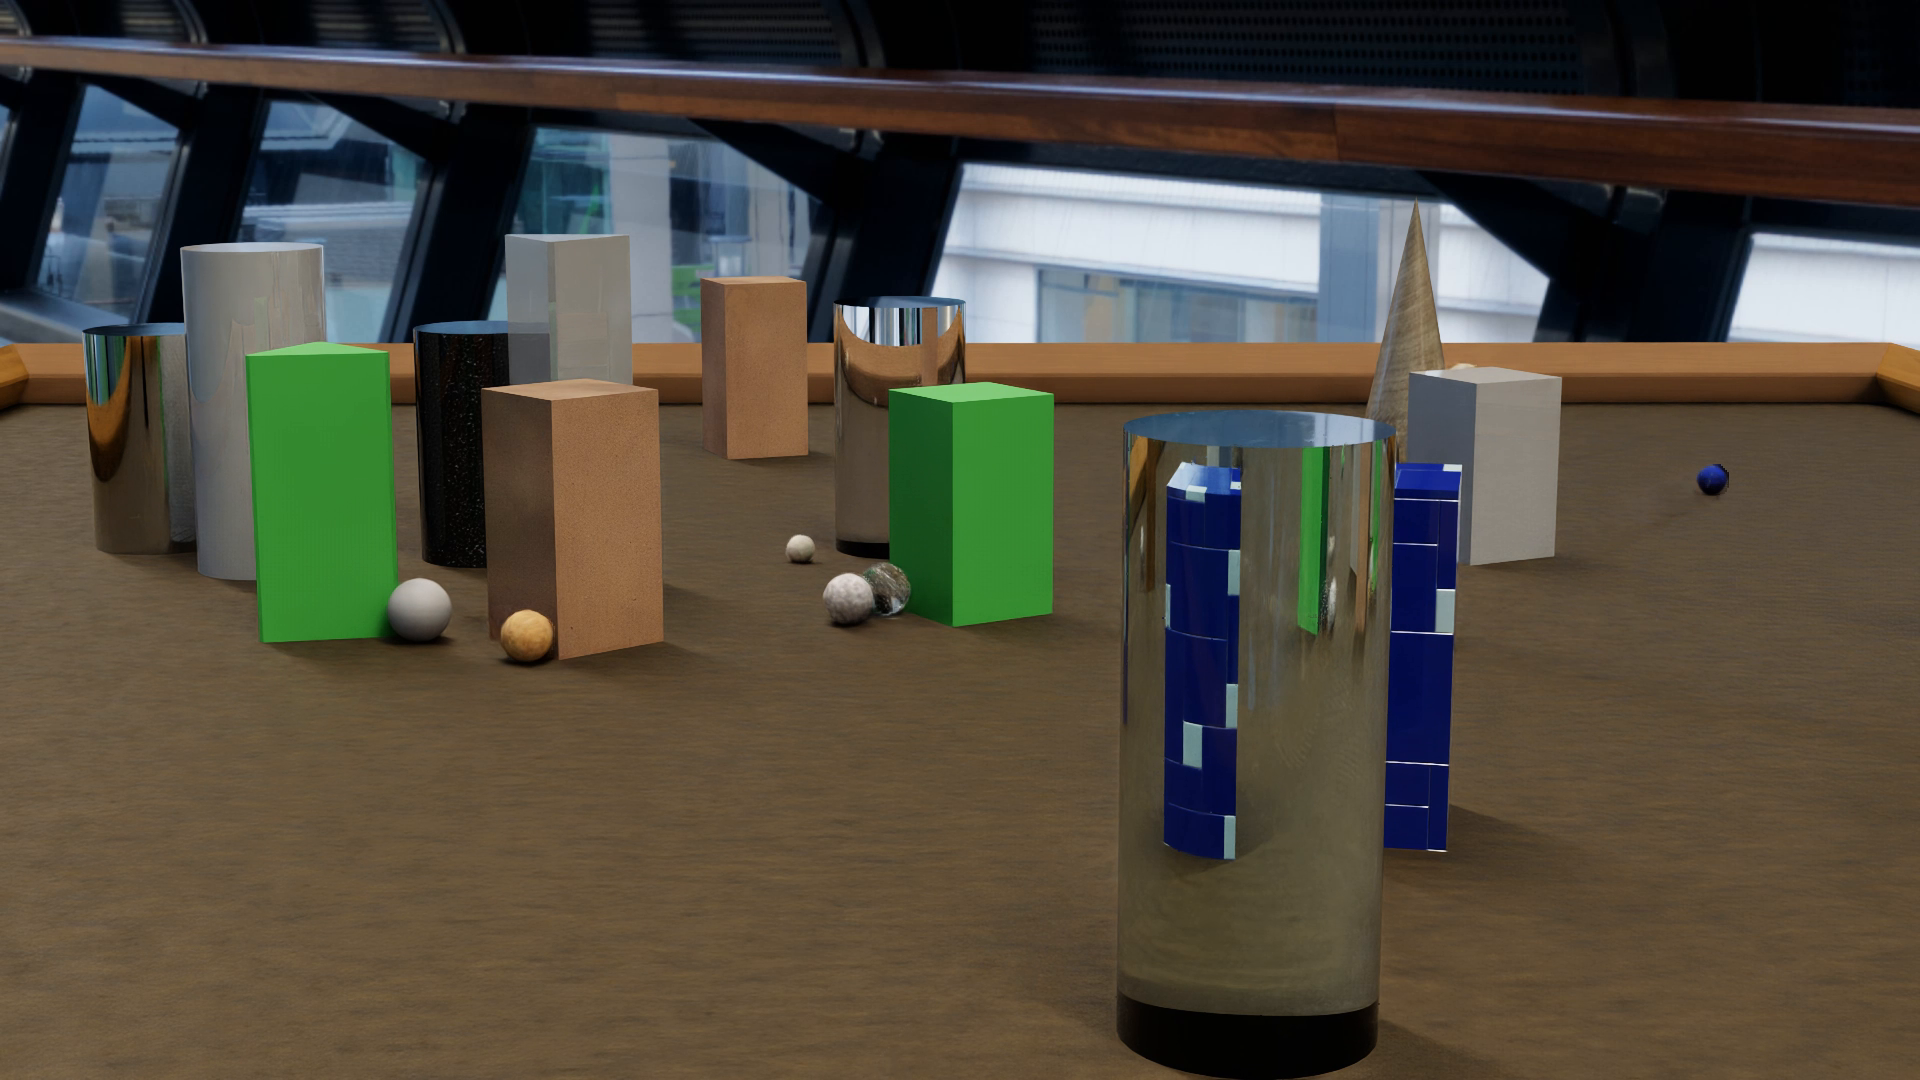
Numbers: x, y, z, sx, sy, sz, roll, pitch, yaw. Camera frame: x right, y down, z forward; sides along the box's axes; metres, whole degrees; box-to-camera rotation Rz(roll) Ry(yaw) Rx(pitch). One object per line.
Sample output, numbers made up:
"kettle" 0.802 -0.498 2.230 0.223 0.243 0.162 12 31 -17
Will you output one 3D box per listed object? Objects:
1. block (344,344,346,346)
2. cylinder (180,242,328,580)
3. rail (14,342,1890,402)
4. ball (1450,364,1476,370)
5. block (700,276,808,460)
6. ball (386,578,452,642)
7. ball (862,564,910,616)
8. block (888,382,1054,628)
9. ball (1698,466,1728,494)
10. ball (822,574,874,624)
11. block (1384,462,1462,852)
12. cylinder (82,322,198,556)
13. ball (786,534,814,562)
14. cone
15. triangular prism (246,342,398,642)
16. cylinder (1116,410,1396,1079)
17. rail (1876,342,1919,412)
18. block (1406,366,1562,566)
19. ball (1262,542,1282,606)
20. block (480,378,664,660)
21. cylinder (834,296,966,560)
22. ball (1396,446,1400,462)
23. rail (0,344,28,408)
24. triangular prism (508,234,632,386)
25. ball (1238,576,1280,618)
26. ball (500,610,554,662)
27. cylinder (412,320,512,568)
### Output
"block" -1.089 -0.194 4.353 0.160 0.251 0.160 -6 12 -31
"cylinder" -1.019 -0.191 3.735 0.199 0.469 0.199 0 10 0
"rail" -0.013 -0.361 5.583 4.096 0.130 0.045 0 10 0
"ball" 1.086 -0.332 5.526 0.096 0.096 0.096 0 10 0
"block" -0.391 -0.330 4.878 0.160 0.328 0.160 -4 11 -22
"ball" -0.692 0.090 3.283 0.082 0.082 0.082 0 10 0
"ball" -0.101 0.066 3.441 0.070 0.070 0.070 0 10 0
"block" 0.014 -0.052 3.453 0.160 0.297 0.160 -7 12 -32
"ball" 1.294 -0.104 4.414 0.050 0.050 0.050 0 10 0
"ball" -0.148 0.078 3.388 0.066 0.066 0.066 0 10 0
"block" 0.395 0.106 2.471 0.160 0.343 0.160 2 11 12
"cylinder" -1.232 -0.158 3.936 0.199 0.331 0.199 0 10 0
"ball" -0.236 0.013 3.809 0.041 0.041 0.041 0 10 0
"cone" 0.817 -0.372 4.638 0.199 0.497 0.199 0 10 0
"triangular prism" -0.827 -0.067 3.341 0.173 0.368 0.150 -2 11 -12
"cylinder" 0.219 0.146 1.922 0.199 0.465 0.199 0 10 0
"rail" 2.024 0.031 3.460 0.045 0.130 4.388 0 10 0
"block" 0.786 -0.115 3.867 0.160 0.270 0.160 -5 12 -27
"ball" 0.457 0.047 3.464 0.100 0.100 0.100 0 10 0
"block" -0.493 -0.031 3.265 0.160 0.325 0.160 -9 14 -41
"cylinder" -0.091 -0.174 3.897 0.199 0.376 0.199 0 10 0
"ball" 0.728 -0.146 4.523 0.094 0.094 0.094 0 10 0
"rail" -2.024 0.035 3.437 0.045 0.130 4.388 0 10 0
"triangular prism" -0.578 -0.185 3.644 0.150 0.490 0.173 6 12 30
"ball" 0.398 0.076 3.419 0.057 0.057 0.057 0 10 0
"ball" -0.535 0.119 3.172 0.064 0.064 0.064 0 10 0
"cylinder" -0.710 -0.146 3.835 0.199 0.345 0.199 0 10 0
